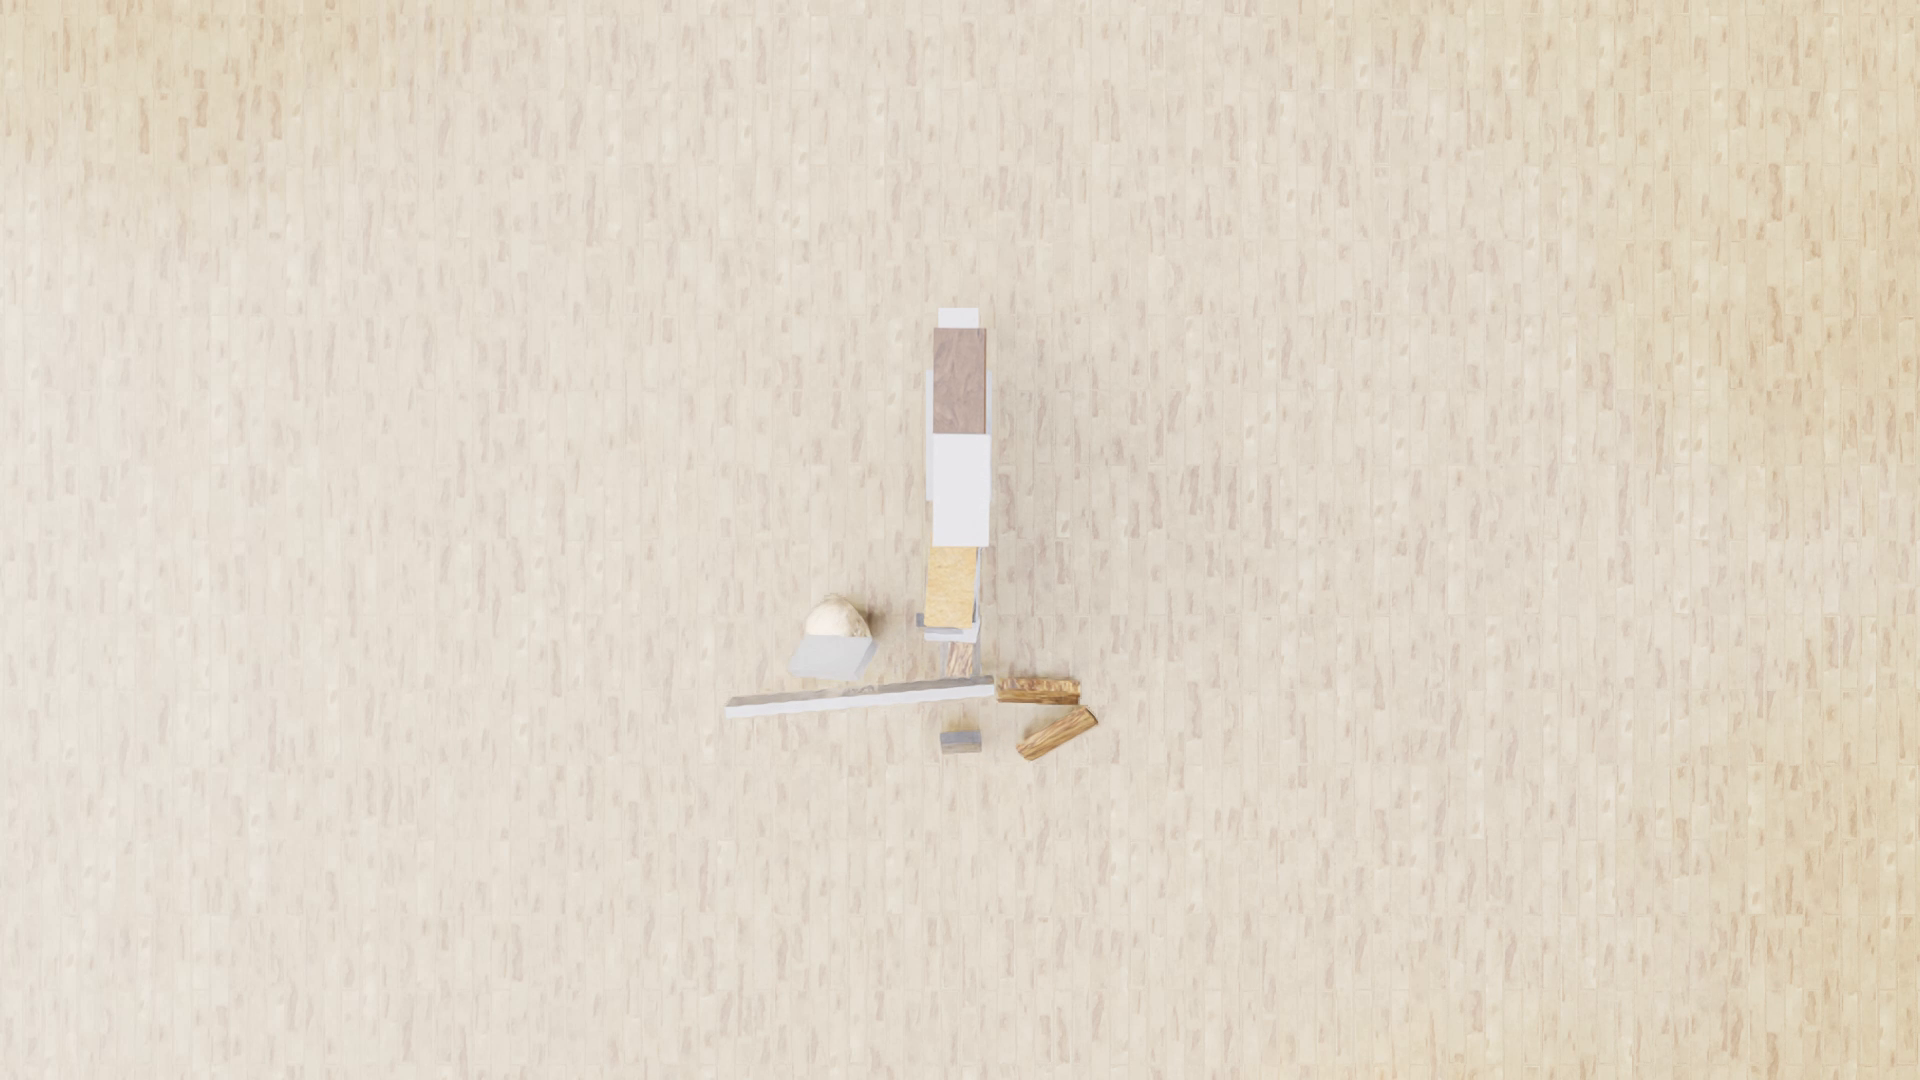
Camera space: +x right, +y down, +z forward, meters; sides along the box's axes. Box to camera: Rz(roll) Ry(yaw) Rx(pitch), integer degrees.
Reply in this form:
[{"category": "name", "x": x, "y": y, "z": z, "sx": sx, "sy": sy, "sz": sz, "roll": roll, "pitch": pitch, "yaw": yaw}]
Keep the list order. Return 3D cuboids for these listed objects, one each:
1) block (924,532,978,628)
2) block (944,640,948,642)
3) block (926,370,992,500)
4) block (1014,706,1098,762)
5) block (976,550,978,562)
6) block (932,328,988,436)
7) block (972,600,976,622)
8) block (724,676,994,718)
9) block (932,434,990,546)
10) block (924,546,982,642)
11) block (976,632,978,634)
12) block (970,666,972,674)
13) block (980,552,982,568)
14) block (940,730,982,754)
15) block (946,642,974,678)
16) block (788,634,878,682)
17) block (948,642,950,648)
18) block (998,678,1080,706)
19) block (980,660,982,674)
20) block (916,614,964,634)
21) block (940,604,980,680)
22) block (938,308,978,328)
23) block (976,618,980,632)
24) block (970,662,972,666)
[{"category": "block", "x": -0.023, "y": 0.105, "z": 4.350, "sx": 0.125, "sy": 0.035, "sz": 0.249, "roll": 4, "pitch": 89, "yaw": 1}, {"category": "block", "x": -0.003, "y": 0.194, "z": 4.966, "sx": 0.110, "sy": 0.031, "sz": 0.221, "roll": 2, "pitch": 90, "yaw": 1}, {"category": "block", "x": -0.003, "y": -0.279, "z": 4.423, "sx": 0.174, "sy": 0.049, "sz": 0.347, "roll": 0, "pitch": 90, "yaw": 0}, {"category": "block", "x": 0.318, "y": 0.639, "z": 5.418, "sx": 0.263, "sy": 0.131, "sz": 0.037, "roll": -30, "pitch": 66, "yaw": 6}, {"category": "block", "x": -0.015, "y": 0.031, "z": 4.494, "sx": 0.125, "sy": 0.249, "sz": 0.035, "roll": 1, "pitch": 83, "yaw": 1}, {"category": "block", "x": 0.000, "y": -0.394, "z": 4.113, "sx": 0.133, "sy": 0.038, "sz": 0.266, "roll": 0, "pitch": 90, "yaw": 0}, {"category": "block", "x": -0.021, "y": 0.193, "z": 4.492, "sx": 0.125, "sy": 0.249, "sz": 0.035, "roll": 1, "pitch": 82, "yaw": 1}, {"category": "block", "x": -0.304, "y": 0.481, "z": 5.070, "sx": 0.823, "sy": 0.122, "sz": 0.034, "roll": -5, "pitch": 98, "yaw": 2}, {"category": "block", "x": 0.003, "y": -0.123, "z": 4.102, "sx": 0.138, "sy": 0.039, "sz": 0.276, "roll": 0, "pitch": 90, "yaw": 0}, {"category": "block", "x": -0.020, "y": 0.138, "z": 4.639, "sx": 0.145, "sy": 0.041, "sz": 0.291, "roll": 3, "pitch": 89, "yaw": 1}, {"category": "block", "x": -0.001, "y": 0.276, "z": 5.093, "sx": 0.110, "sy": 0.221, "sz": 0.031, "roll": -3, "pitch": 88, "yaw": 1}, {"category": "block", "x": 0.001, "y": 0.394, "z": 4.998, "sx": 0.069, "sy": 0.139, "sz": 0.020, "roll": -1, "pitch": 86, "yaw": 0}, {"category": "block", "x": -0.009, "y": 0.059, "z": 4.894, "sx": 0.145, "sy": 0.466, "sz": 0.041, "roll": 0, "pitch": 88, "yaw": 1}, {"category": "block", "x": 0.003, "y": 0.660, "z": 5.368, "sx": 0.131, "sy": 0.263, "sz": 0.037, "roll": -3, "pitch": 76, "yaw": 0}, {"category": "block", "x": 0.001, "y": 0.339, "z": 4.920, "sx": 0.069, "sy": 0.020, "sz": 0.139, "roll": 6, "pitch": 89, "yaw": 0}, {"category": "block", "x": -0.348, "y": 0.321, "z": 4.526, "sx": 0.243, "sy": 0.034, "sz": 0.122, "roll": 1, "pitch": 50, "yaw": 37}, {"category": "block", "x": 0.000, "y": 0.314, "z": 5.000, "sx": 0.069, "sy": 0.139, "sz": 0.020, "roll": 2, "pitch": 93, "yaw": 0}, {"category": "block", "x": 0.260, "y": 0.500, "z": 5.434, "sx": 0.263, "sy": 0.131, "sz": 0.037, "roll": 2, "pitch": 65, "yaw": 0}, {"category": "block", "x": 0.004, "y": 0.409, "z": 5.370, "sx": 0.130, "sy": 0.259, "sz": 0.037, "roll": 9, "pitch": 89, "yaw": 0}, {"category": "block", "x": -0.053, "y": 0.229, "z": 4.495, "sx": 0.122, "sy": 0.243, "sz": 0.034, "roll": 1, "pitch": 82, "yaw": 1}, {"category": "block", "x": 0.001, "y": 0.336, "z": 5.222, "sx": 0.130, "sy": 0.037, "sz": 0.259, "roll": -1, "pitch": 90, "yaw": 0}, {"category": "block", "x": -0.005, "y": -0.607, "z": 5.228, "sx": 0.127, "sy": 0.036, "sz": 0.254, "roll": 0, "pitch": 90, "yaw": 0}, {"category": "block", "x": -0.015, "y": 0.242, "z": 4.805, "sx": 0.145, "sy": 0.291, "sz": 0.041, "roll": 4, "pitch": 88, "yaw": 1}, {"category": "block", "x": 0.007, "y": 0.351, "z": 5.077, "sx": 0.059, "sy": 0.017, "sz": 0.119, "roll": -3, "pitch": 89, "yaw": 0}]
